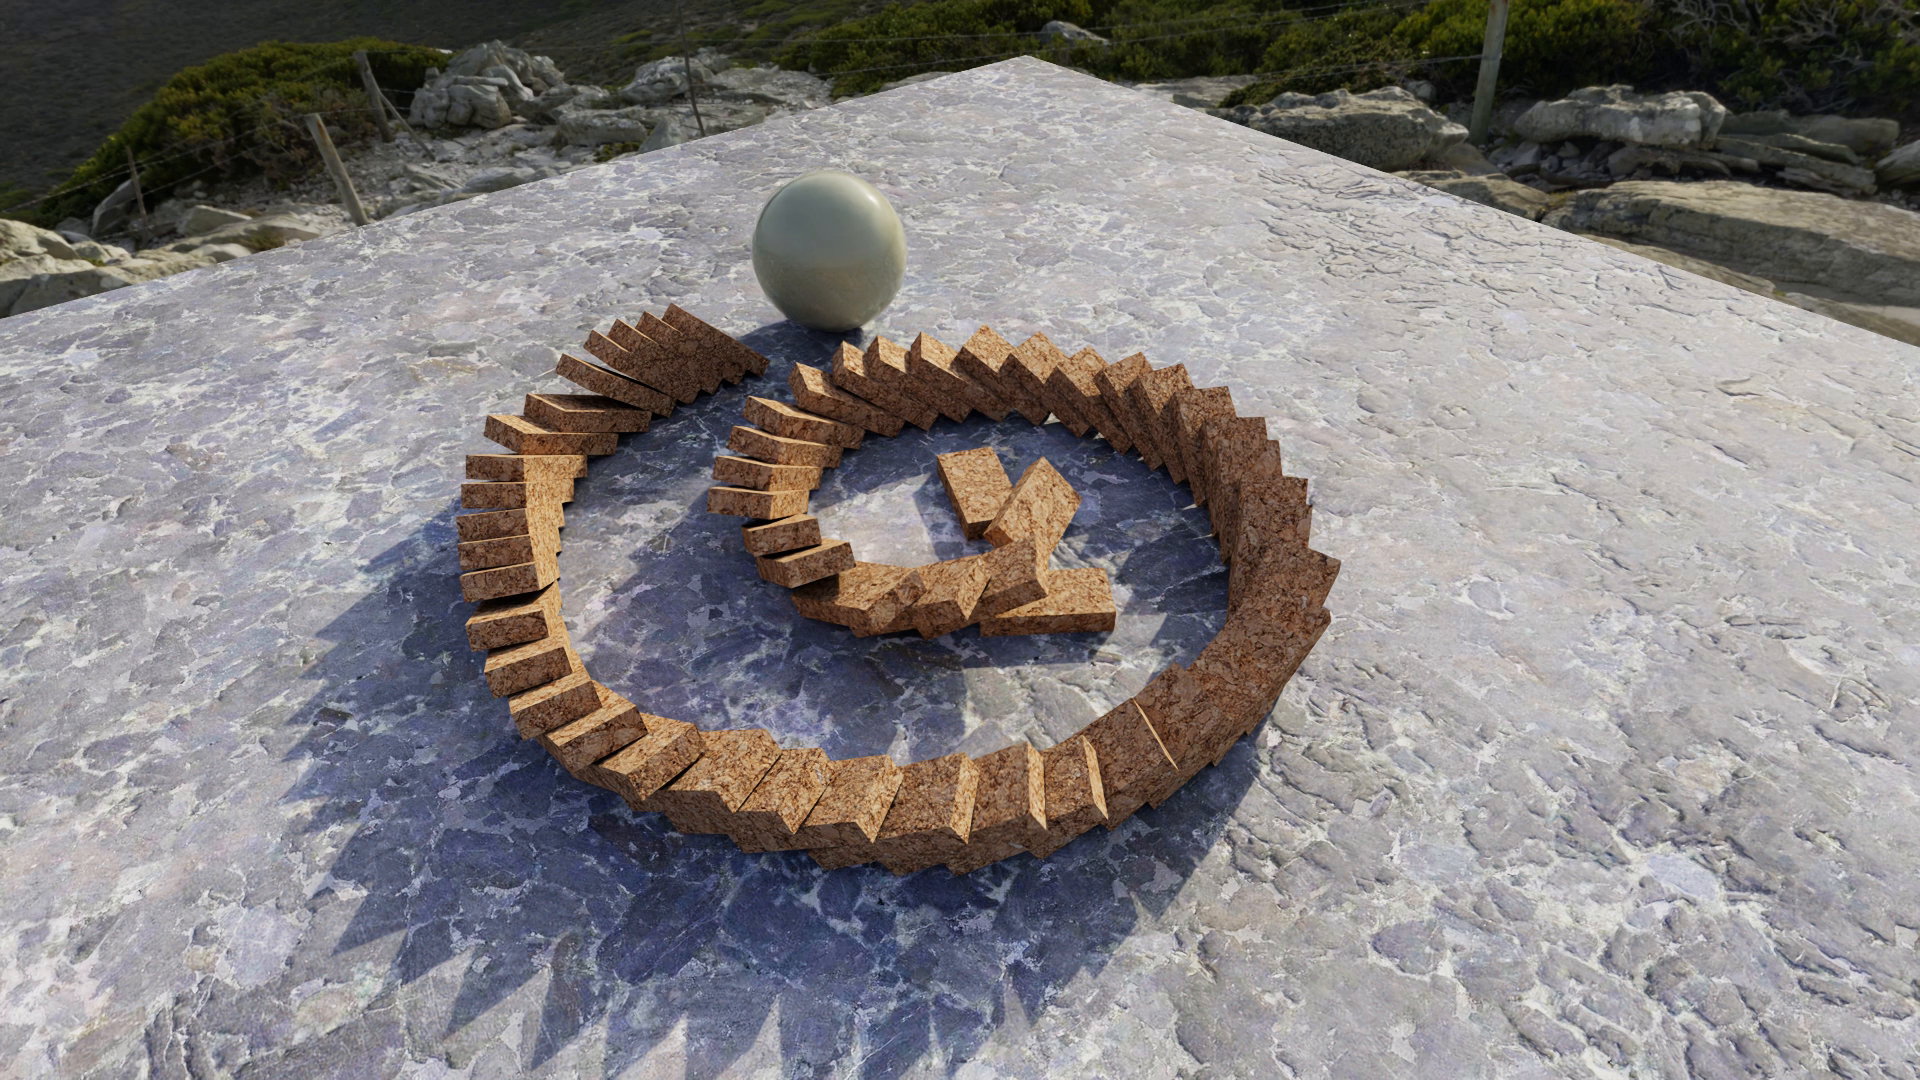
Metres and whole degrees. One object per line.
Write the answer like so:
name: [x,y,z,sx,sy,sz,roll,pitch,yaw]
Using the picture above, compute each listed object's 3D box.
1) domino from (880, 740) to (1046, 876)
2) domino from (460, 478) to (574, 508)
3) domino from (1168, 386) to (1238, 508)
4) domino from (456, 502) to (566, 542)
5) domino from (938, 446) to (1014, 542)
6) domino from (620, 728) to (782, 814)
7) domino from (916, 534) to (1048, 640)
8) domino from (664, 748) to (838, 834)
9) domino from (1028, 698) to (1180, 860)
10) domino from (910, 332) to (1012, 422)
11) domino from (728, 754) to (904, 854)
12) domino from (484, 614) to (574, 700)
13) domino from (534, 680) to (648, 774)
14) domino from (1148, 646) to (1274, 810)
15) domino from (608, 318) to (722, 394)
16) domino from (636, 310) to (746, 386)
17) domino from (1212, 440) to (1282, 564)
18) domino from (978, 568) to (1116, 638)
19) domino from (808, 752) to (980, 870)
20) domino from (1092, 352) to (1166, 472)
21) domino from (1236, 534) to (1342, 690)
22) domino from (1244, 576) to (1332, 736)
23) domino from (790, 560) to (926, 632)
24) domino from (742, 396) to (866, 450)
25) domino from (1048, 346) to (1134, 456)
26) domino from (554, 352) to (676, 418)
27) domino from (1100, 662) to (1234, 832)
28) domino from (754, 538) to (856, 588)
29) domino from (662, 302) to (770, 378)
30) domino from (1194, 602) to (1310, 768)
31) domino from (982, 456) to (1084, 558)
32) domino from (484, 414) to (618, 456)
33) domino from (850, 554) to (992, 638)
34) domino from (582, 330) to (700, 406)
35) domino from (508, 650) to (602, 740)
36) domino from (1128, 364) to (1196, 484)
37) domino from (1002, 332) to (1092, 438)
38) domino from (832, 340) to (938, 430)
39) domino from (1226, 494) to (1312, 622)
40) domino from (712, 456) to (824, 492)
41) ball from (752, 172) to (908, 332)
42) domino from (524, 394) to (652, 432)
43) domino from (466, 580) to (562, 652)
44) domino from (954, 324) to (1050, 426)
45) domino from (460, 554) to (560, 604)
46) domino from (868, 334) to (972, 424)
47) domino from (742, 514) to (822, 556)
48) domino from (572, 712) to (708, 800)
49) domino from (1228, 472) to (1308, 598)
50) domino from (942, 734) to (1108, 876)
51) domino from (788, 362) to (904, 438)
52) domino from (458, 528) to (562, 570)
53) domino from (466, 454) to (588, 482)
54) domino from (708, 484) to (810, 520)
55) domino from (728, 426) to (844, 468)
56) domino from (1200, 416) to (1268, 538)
domino: [0.001,0.080,0.325,0.050,0.010,0.025,-24,37,21]
domino: [-0.178,-0.019,0.446,0.025,0.010,0.050,-1,5,1]
domino: [0.108,-0.040,0.471,0.025,0.009,0.050,-7,73,-14]
domino: [-0.175,-0.007,0.430,0.025,0.009,0.050,-7,5,-5]
domino: [0.009,-0.020,0.468,0.025,0.010,0.050,-10,40,-12]
domino: [-0.080,0.071,0.337,0.050,0.010,0.025,-10,30,39]
domino: [0.008,0.017,0.404,0.050,0.009,0.025,-22,35,20]
domino: [-0.064,0.076,0.332,0.050,0.010,0.025,-11,29,36]
domino: [0.039,0.073,0.335,0.050,0.010,0.025,-35,43,7]
domino: [0.000,-0.076,0.516,0.050,0.010,0.025,27,33,-21]
domino: [-0.043,0.079,0.328,0.050,0.010,0.025,-14,31,32]
domino: [-0.147,0.039,0.377,0.025,0.009,0.050,-19,14,-17]
domino: [-0.121,0.059,0.353,0.025,0.010,0.050,-28,17,-28]
domino: [0.072,0.060,0.353,0.050,0.010,0.025,-40,48,-3]
domino: [-0.140,-0.087,0.523,0.025,0.050,0.010,33,94,36]
domino: [-0.129,-0.092,0.530,0.025,0.050,0.009,33,94,34]
domino: [0.117,-0.015,0.442,0.025,0.009,0.050,0,71,-1]
domino: [0.032,0.023,0.415,0.050,0.010,0.025,-3,39,-3]
domino: [-0.020,0.080,0.325,0.050,0.009,0.025,-18,36,27]
domino: [0.084,-0.058,0.494,0.025,0.010,0.050,-26,80,-29]
domino: [0.114,0.025,0.393,0.025,0.009,0.050,24,74,23]
domino: [0.102,0.039,0.378,0.025,0.009,0.050,32,77,33]
domino: [-0.038,0.019,0.401,0.025,0.009,0.050,-40,27,-30]
domino: [-0.068,-0.052,0.485,0.025,0.009,0.050,29,15,35]
domino: [0.067,-0.064,0.505,0.025,0.009,0.050,-35,77,-35]
domino: [-0.157,-0.071,0.506,0.025,0.009,0.050,26,5,28]
domino: [0.057,0.064,0.344,0.050,0.009,0.025,-41,48,1]
domino: [-0.059,0.008,0.413,0.025,0.009,0.050,-18,9,-21]
domino: [-0.118,-0.097,0.536,0.025,0.050,0.009,33,94,34]
domino: [0.090,0.048,0.366,0.025,0.009,0.050,37,80,34]
domino: [0.030,-0.010,0.444,0.025,0.010,0.050,45,44,-11]
domino: [-0.178,-0.046,0.481,0.025,0.010,0.050,24,16,27]
domino: [-0.016,0.021,0.400,0.050,0.009,0.025,-12,31,34]
domino: [-0.149,-0.080,0.516,0.025,0.050,0.010,33,94,34]
domino: [-0.135,0.050,0.363,0.025,0.009,0.050,-23,15,-21]
domino: [0.097,-0.051,0.484,0.025,0.009,0.050,-18,77,-25]
domino: [0.046,-0.073,0.514,0.050,0.009,0.025,44,51,5]
domino: [-0.035,-0.071,0.509,0.050,0.010,0.025,25,30,-24]
domino: [0.116,0.010,0.411,0.025,0.009,0.050,10,71,10]
domino: [-0.079,-0.028,0.456,0.025,0.009,0.050,12,7,15]
ball: [-0.067,-0.148,0.569,0.080,0.080,0.080,0,39,0]
domino: [-0.167,-0.057,0.496,0.025,0.009,0.050,24,17,26]
domino: [-0.159,0.026,0.394,0.025,0.010,0.050,-11,12,-13]
domino: [0.024,-0.078,0.520,0.050,0.010,0.025,38,44,-2]
domino: [-0.165,0.013,0.406,0.025,0.009,0.050,-10,6,-12]
domino: [-0.019,-0.075,0.513,0.050,0.010,0.025,25,30,-24]
domino: [-0.070,-0.002,0.425,0.025,0.009,0.050,-12,6,-14]
domino: [-0.103,0.066,0.344,0.050,0.009,0.025,-2,27,48]
domino: [0.119,-0.001,0.425,0.025,0.010,0.050,8,71,9]
domino: [0.018,0.079,0.328,0.050,0.009,0.025,-25,36,16]
domino: [-0.052,-0.064,0.502,0.050,0.009,0.025,15,30,-33]
domino: [-0.170,0.003,0.419,0.025,0.010,0.050,-8,5,-9]
domino: [-0.180,-0.031,0.459,0.025,0.010,0.050,3,6,9]
domino: [-0.080,-0.016,0.442,0.025,0.010,0.050,7,6,8]
domino: [-0.074,-0.040,0.471,0.025,0.010,0.050,19,10,22]
domino: [0.115,-0.026,0.455,0.025,0.009,0.050,-1,71,-2]
